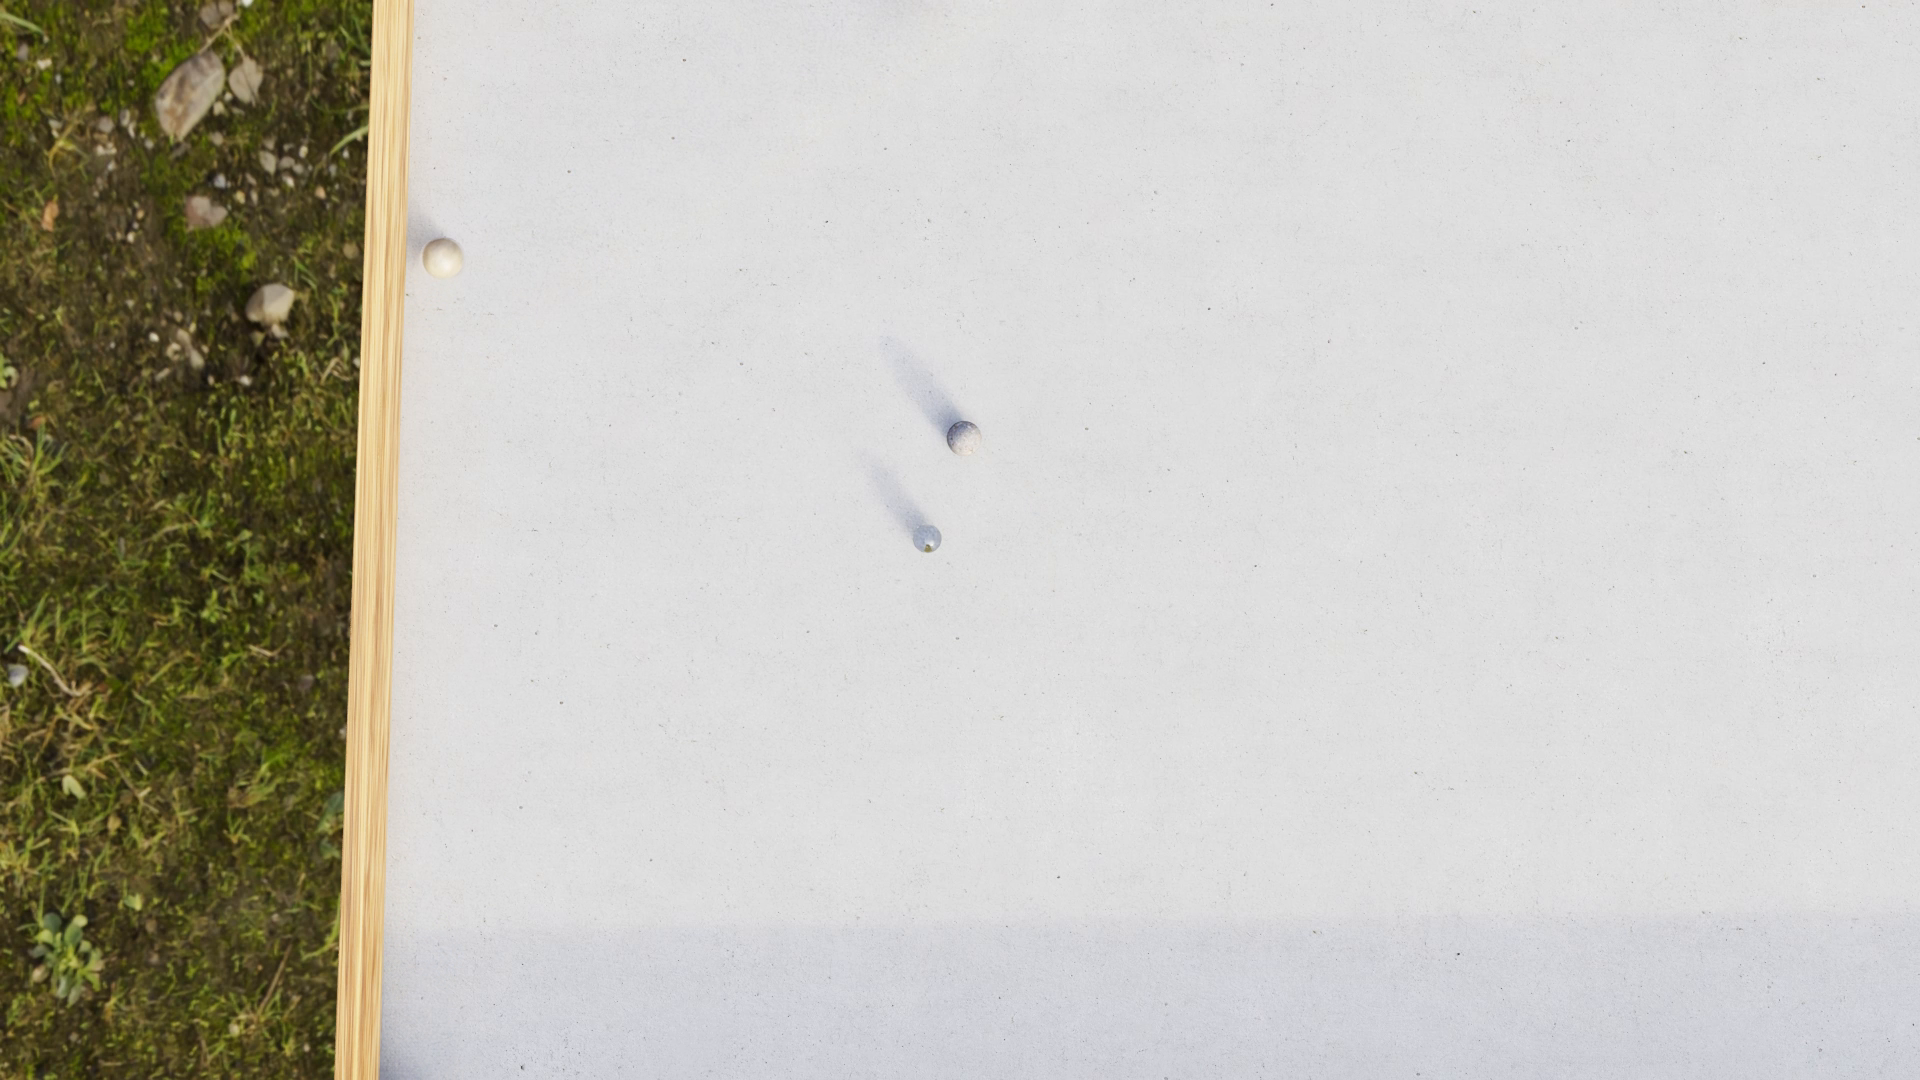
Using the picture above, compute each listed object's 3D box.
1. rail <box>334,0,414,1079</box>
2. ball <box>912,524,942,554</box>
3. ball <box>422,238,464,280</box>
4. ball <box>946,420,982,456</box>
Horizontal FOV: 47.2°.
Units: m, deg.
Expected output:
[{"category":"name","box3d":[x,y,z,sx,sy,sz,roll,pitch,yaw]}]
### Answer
[{"category":"rail","box3d":[-0.856,0.004,3.252,0.045,0.128,1.970,-1,80,0]},{"category":"ball","box3d":[-0.049,-0.002,3.296,0.044,0.044,0.044,0,80,0]},{"category":"ball","box3d":[-0.790,-0.429,3.362,0.062,0.062,0.062,0,80,0]},{"category":"ball","box3d":[0.006,-0.153,3.318,0.053,0.053,0.053,0,80,0]}]
